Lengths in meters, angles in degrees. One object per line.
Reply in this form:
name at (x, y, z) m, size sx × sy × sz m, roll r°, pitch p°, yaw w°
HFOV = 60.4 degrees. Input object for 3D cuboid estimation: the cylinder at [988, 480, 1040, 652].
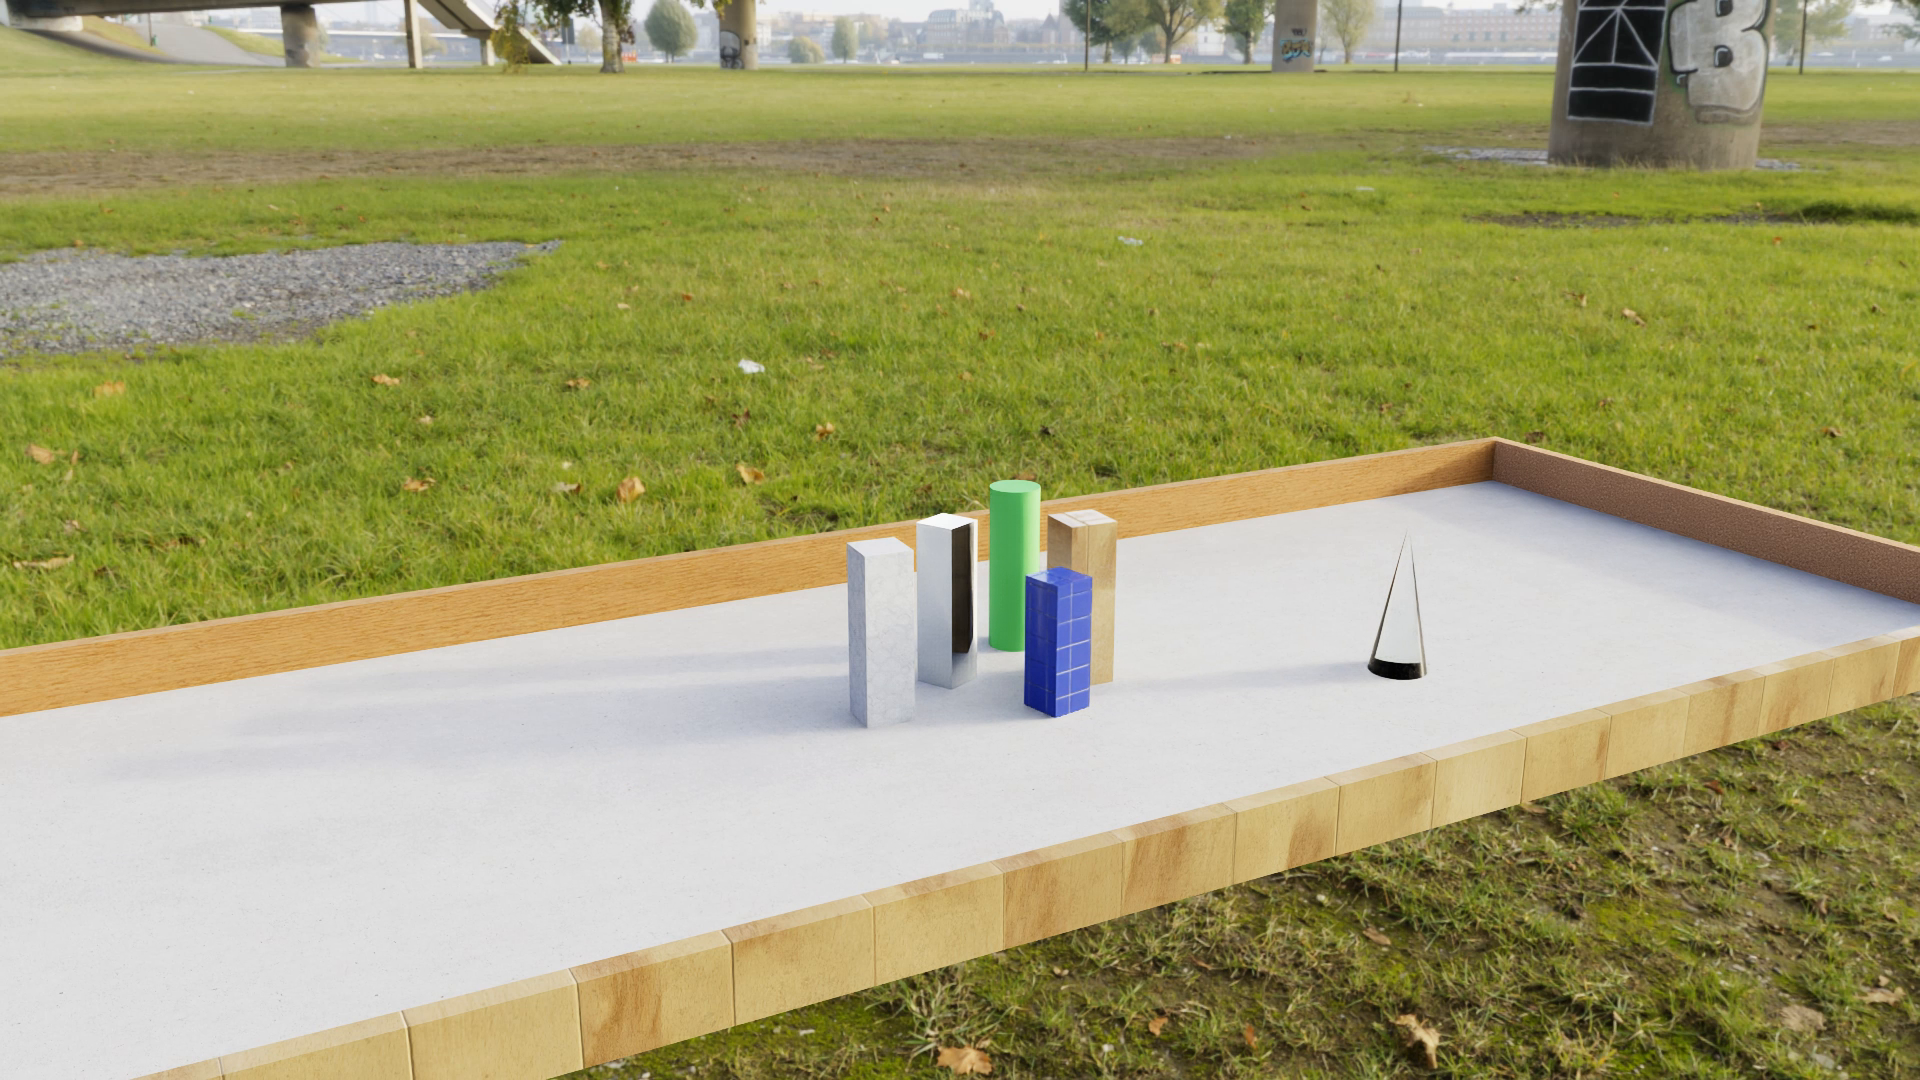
cylinder at (0.143, 0.068, 4.354) m, size 0.132 × 0.434 × 0.132 m, roll 0°, pitch 16°, yaw 0°

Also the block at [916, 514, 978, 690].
block at (-0.032, 0.152, 4.102) m, size 0.107 × 0.414 × 0.107 m, roll 12°, pitch 20°, yaw 35°

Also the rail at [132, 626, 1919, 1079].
rail at (-2.336, 1.006, 1.665) m, size 12.000 × 0.150 × 0.050 m, roll -9°, pitch 18°, yaw -27°

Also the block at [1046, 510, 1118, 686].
block at (0.301, 0.147, 4.113) m, size 0.126 × 0.418 × 0.126 m, roll -8°, pitch 18°, yaw -24°

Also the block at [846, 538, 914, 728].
block at (-0.185, 0.217, 3.870) m, size 0.119 × 0.421 × 0.119 m, roll -7°, pitch 18°, yaw -23°

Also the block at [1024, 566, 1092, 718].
block at (0.234, 0.243, 3.944) m, size 0.112 × 0.329 × 0.112 m, roll -13°, pitch 21°, yaw -38°

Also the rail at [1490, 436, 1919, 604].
rail at (2.466, -0.048, 5.253) m, size 0.050 × 0.150 × 2.100 m, roll -9°, pitch 18°, yaw -27°

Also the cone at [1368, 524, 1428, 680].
cone at (1.120, 0.145, 4.171) m, size 0.149 × 0.389 × 0.149 m, roll 0°, pitch 16°, yaw 0°

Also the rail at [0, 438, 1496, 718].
rail at (-3.305, 0.497, 3.399) m, size 12.000 × 0.150 × 0.050 m, roll -9°, pitch 18°, yaw -27°
